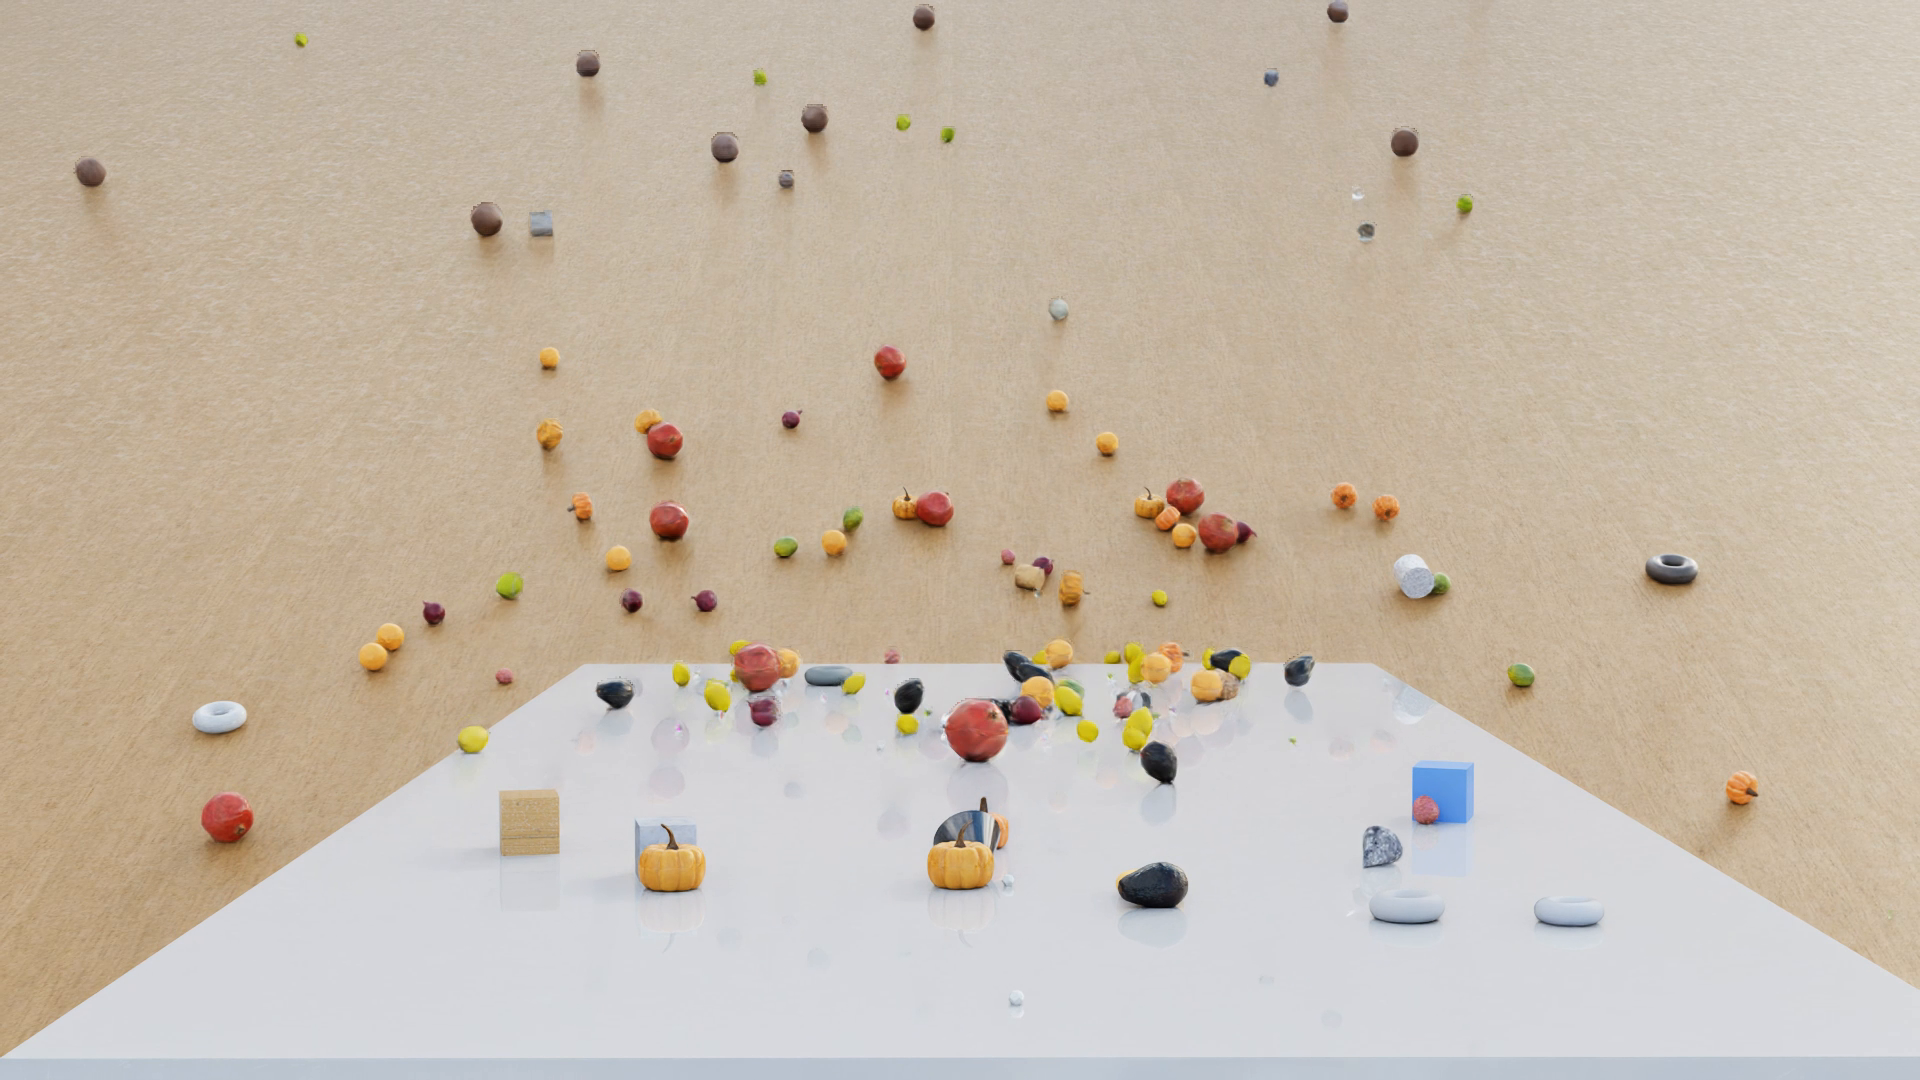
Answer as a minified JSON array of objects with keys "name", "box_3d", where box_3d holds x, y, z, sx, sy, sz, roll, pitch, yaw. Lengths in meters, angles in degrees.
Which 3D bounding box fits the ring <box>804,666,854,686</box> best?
[{"name":"ring","box_3d":[-0.308,0.319,6.040,0.115,0.038,0.115,-1,4,0]}]

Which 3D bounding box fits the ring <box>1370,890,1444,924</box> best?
[{"name":"ring","box_3d":[0.561,0.460,3.231,0.094,0.031,0.094,-1,3,0]}]

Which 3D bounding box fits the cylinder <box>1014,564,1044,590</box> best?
[{"name":"cylinder","box_3d":[0.195,0.103,7.215,0.064,0.064,0.064,12,25,27]}]

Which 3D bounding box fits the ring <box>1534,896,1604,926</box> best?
[{"name":"ring","box_3d":[0.759,0.462,3.207,0.086,0.029,0.086,-1,2,0]}]

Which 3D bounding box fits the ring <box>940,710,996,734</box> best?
[{"name":"ring","box_3d":[0.017,0.364,5.142,0.111,0.037,0.111,0,4,0]}]

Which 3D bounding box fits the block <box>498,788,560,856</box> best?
[{"name":"block","box_3d":[-0.626,0.410,3.737,0.082,0.082,0.082,-1,3,-12]}]

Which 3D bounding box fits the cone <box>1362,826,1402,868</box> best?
[{"name":"cone","box_3d":[0.579,0.443,3.604,0.061,0.061,0.061,15,38,32]}]

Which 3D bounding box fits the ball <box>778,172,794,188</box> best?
[{"name":"ball","box_3d":[-0.770,-1.596,11.409,0.071,0.071,0.071,0,22,0]}]

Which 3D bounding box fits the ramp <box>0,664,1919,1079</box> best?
[{"name":"ramp","box_3d":[0.051,0.462,4.533,2.000,0.100,4.000,0,3,0]}]

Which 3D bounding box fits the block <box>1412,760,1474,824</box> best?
[{"name":"block","box_3d":[0.757,0.394,4.029,0.084,0.084,0.084,1,3,19]}]

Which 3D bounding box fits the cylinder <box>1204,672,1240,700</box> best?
[{"name":"cylinder","box_3d":[0.582,0.323,5.724,0.059,0.059,0.059,-11,8,-26]}]

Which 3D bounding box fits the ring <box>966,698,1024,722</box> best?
[{"name":"ring","box_3d":[0.072,0.353,5.321,0.123,0.041,0.123,1,1,0]}]

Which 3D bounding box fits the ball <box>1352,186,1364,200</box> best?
[{"name":"ball","box_3d":[1.738,-1.512,11.221,0.056,0.056,0.056,0,22,0]}]

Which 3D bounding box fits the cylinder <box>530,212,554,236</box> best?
[{"name":"cylinder","box_3d":[-1.734,-1.309,10.670,0.090,0.090,0.090,-10,23,-8]}]

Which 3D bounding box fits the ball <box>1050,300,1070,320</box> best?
[{"name":"ball","box_3d":[0.370,-0.859,9.578,0.076,0.076,0.076,0,22,0]}]

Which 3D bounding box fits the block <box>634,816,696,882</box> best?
[{"name":"block","box_3d":[-0.403,0.423,3.523,0.077,0.077,0.077,-1,3,-12]}]

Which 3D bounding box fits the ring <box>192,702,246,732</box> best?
[{"name":"ring","box_3d":[-1.844,0.441,6.407,0.131,0.044,0.131,-1,21,0]}]

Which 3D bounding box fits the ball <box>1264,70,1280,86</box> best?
[{"name":"ball","box_3d":[1.622,-2.405,13.394,0.081,0.081,0.081,0,22,0]}]

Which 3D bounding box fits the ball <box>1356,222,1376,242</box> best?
[{"name":"ball","box_3d":[1.671,-1.266,10.583,0.077,0.077,0.077,0,22,0]}]

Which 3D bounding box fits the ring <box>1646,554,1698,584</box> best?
[{"name":"ring","box_3d":[2.018,0.081,7.291,0.148,0.049,0.148,-1,21,0]}]

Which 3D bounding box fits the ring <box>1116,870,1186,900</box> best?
[{"name":"ring","box_3d":[0.250,0.453,3.382,0.092,0.031,0.092,1,2,0]}]
